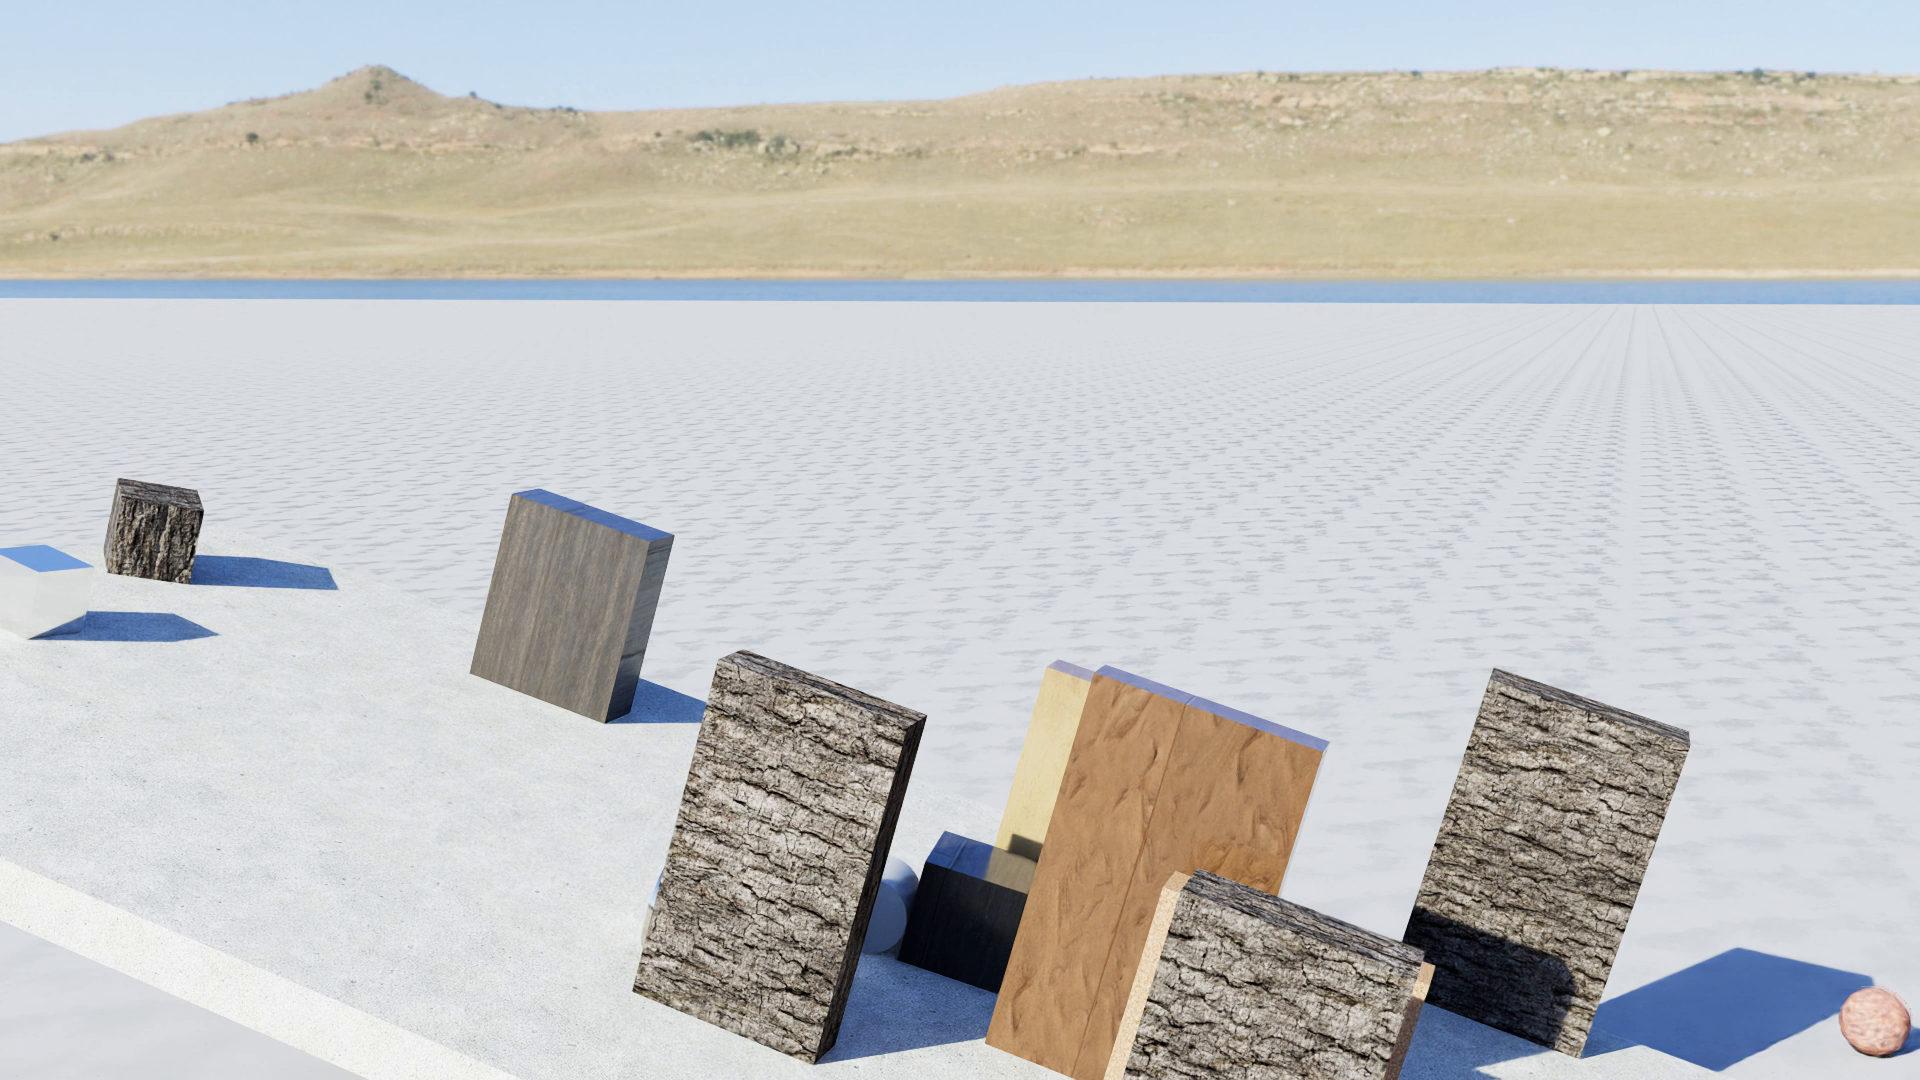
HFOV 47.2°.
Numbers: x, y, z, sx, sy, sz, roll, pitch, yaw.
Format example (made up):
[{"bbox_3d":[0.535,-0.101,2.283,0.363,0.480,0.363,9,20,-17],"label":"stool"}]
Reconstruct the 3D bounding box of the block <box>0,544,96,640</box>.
[{"bbox_3d":[-1.920,0.107,4.570,0.146,0.146,0.146,20,12,23],"label":"block"}]

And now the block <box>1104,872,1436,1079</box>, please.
[{"bbox_3d":[0.488,0.829,3.581,0.443,0.438,0.101,19,12,14],"label":"block"}]

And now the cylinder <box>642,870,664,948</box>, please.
[{"bbox_3d":[-0.440,0.657,3.834,0.175,0.175,0.175,17,9,8],"label":"cylinder"}]

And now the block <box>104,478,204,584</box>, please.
[{"bbox_3d":[-1.887,-0.021,5.143,0.181,0.181,0.181,10,13,-27],"label":"block"}]

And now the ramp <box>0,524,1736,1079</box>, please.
[{"bbox_3d":[-0.377,0.736,4.239,4.000,0.100,2.000,19,12,14],"label":"ramp"}]

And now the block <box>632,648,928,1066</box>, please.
[{"bbox_3d":[-0.300,0.519,3.618,0.335,0.594,0.104,19,12,14],"label":"block"}]

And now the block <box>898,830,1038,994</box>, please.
[{"bbox_3d":[0.022,0.702,4.168,0.202,0.202,0.202,17,11,7],"label":"block"}]

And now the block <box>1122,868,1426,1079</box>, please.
[{"bbox_3d":[0.397,0.814,3.107,0.336,0.604,0.124,19,12,14],"label":"block"}]

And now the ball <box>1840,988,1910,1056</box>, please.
[{"bbox_3d":[2.172,1.144,5.222,0.157,0.157,0.157,0,7,0],"label":"ball"}]

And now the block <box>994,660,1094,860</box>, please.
[{"bbox_3d":[0.301,0.569,4.275,0.425,0.560,0.091,19,12,14],"label":"block"}]

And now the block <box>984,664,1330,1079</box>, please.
[{"bbox_3d":[0.332,0.610,3.770,0.404,0.696,0.082,19,12,14],"label":"block"}]

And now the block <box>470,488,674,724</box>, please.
[{"bbox_3d":[-0.888,0.148,5.026,0.353,0.435,0.133,19,12,14],"label":"block"}]

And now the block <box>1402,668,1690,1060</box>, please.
[{"bbox_3d":[1.211,0.675,4.624,0.415,0.704,0.148,19,12,14],"label":"block"}]

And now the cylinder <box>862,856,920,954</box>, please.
[{"bbox_3d":[-0.158,0.686,4.150,0.146,0.146,0.146,1,9,10],"label":"cylinder"}]
